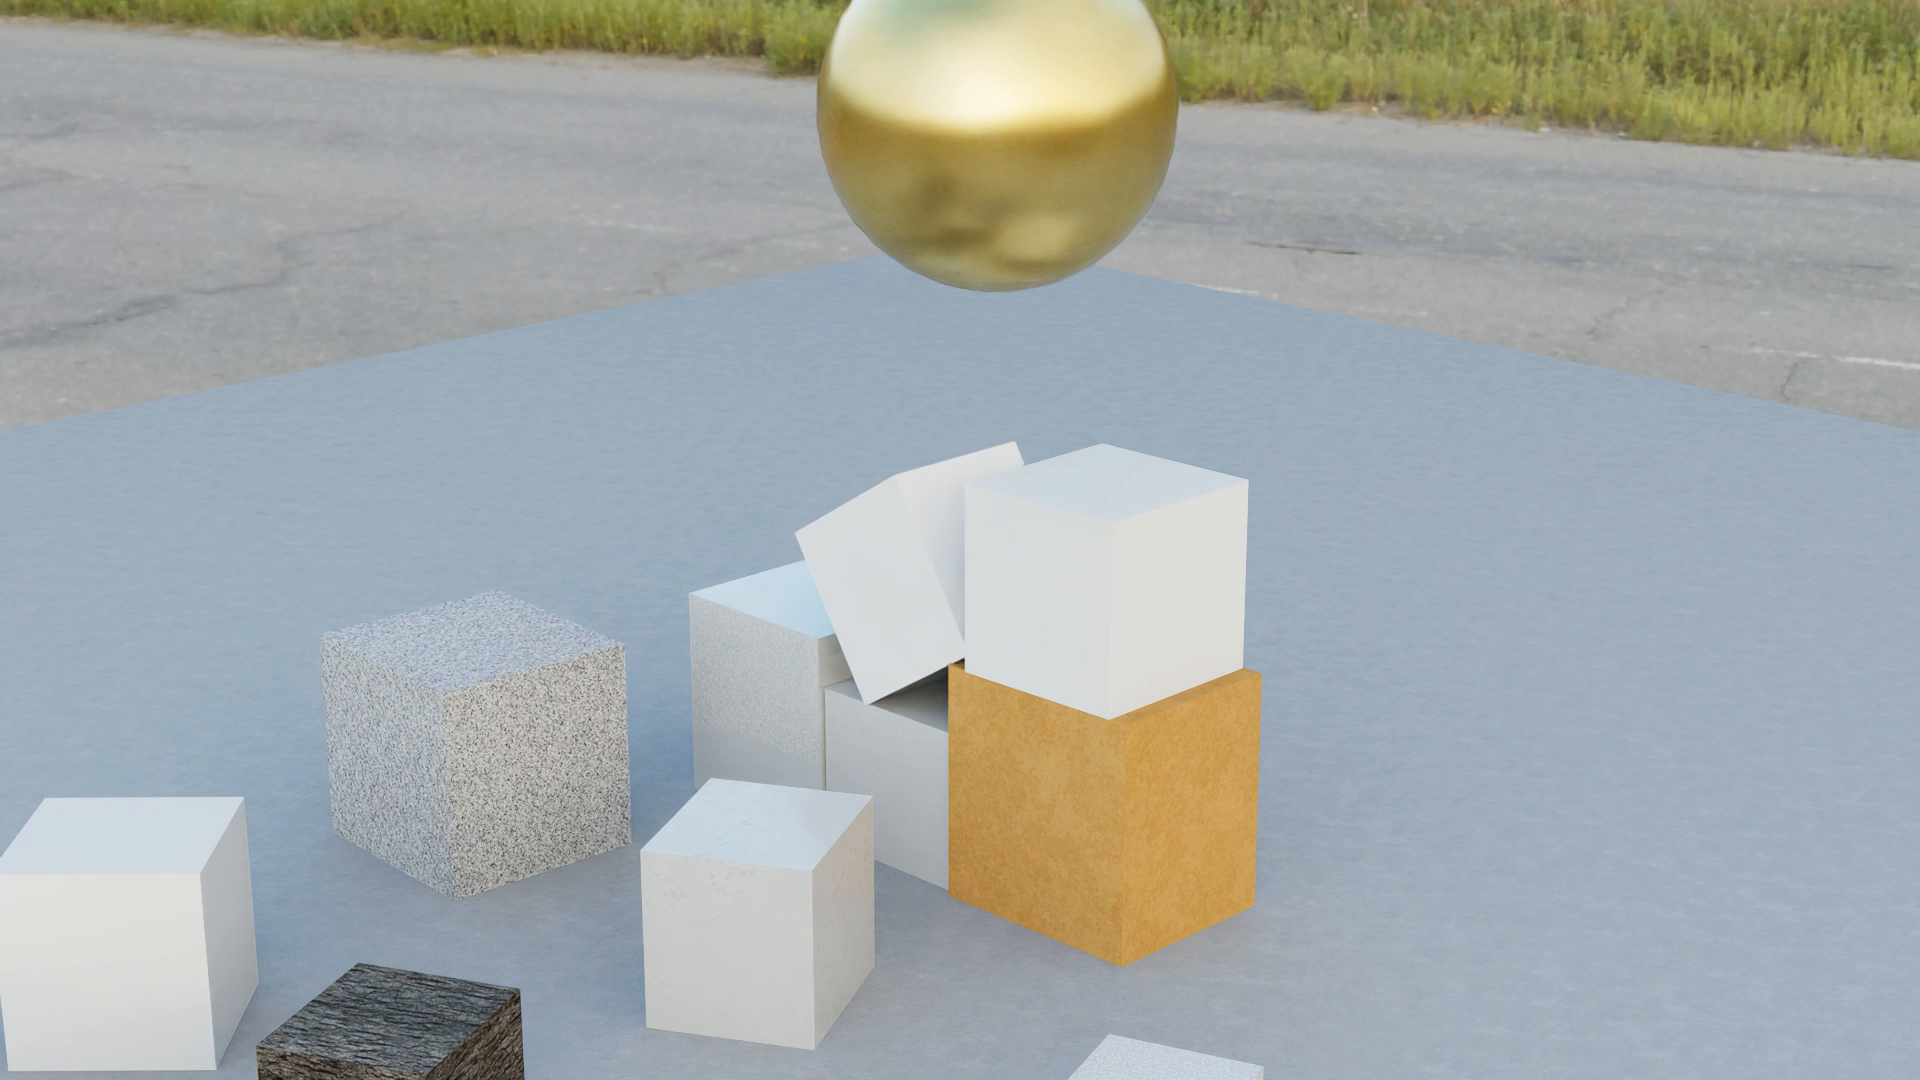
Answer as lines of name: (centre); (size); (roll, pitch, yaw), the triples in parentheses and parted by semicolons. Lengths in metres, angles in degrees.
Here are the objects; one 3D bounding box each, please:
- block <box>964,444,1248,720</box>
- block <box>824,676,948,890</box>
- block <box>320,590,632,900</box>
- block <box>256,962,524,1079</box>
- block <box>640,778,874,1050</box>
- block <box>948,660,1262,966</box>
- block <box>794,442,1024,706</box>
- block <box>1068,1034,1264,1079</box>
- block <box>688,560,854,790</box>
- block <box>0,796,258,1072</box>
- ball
block: (0.631, 0.159, 12.713); (0.840, 0.860, 0.886); (16, 24, 42)
block: (-0.046, 1.056, 13.713); (0.842, 0.763, 0.801); (17, 24, 42)
block: (-2.262, 0.933, 13.718); (0.977, 0.995, 1.060); (-15, 23, -40)
block: (-2.063, 2.045, 10.725); (0.679, 0.667, 0.713); (6, 18, 18)
block: (-0.823, 1.535, 12.152); (0.726, 0.785, 0.803); (5, 18, 15)
block: (0.634, 1.093, 13.021); (1.048, 1.106, 0.889); (17, 24, 42)
block: (-0.090, 0.152, 13.420); (0.779, 0.859, 0.771); (-17, -8, -43)
block: (0.667, 2.208, 10.229); (0.585, 0.654, 0.630); (8, 19, 24)
block: (-0.676, 0.747, 14.284); (0.860, 1.010, 0.930); (-17, 24, -42)
block: (-3.370, 1.586, 11.888); (0.822, 0.845, 0.783); (0, 17, -1)
ball: (0.163, -1.892, 12.918); (1.600, 1.600, 1.600); (0, 17, 0)
